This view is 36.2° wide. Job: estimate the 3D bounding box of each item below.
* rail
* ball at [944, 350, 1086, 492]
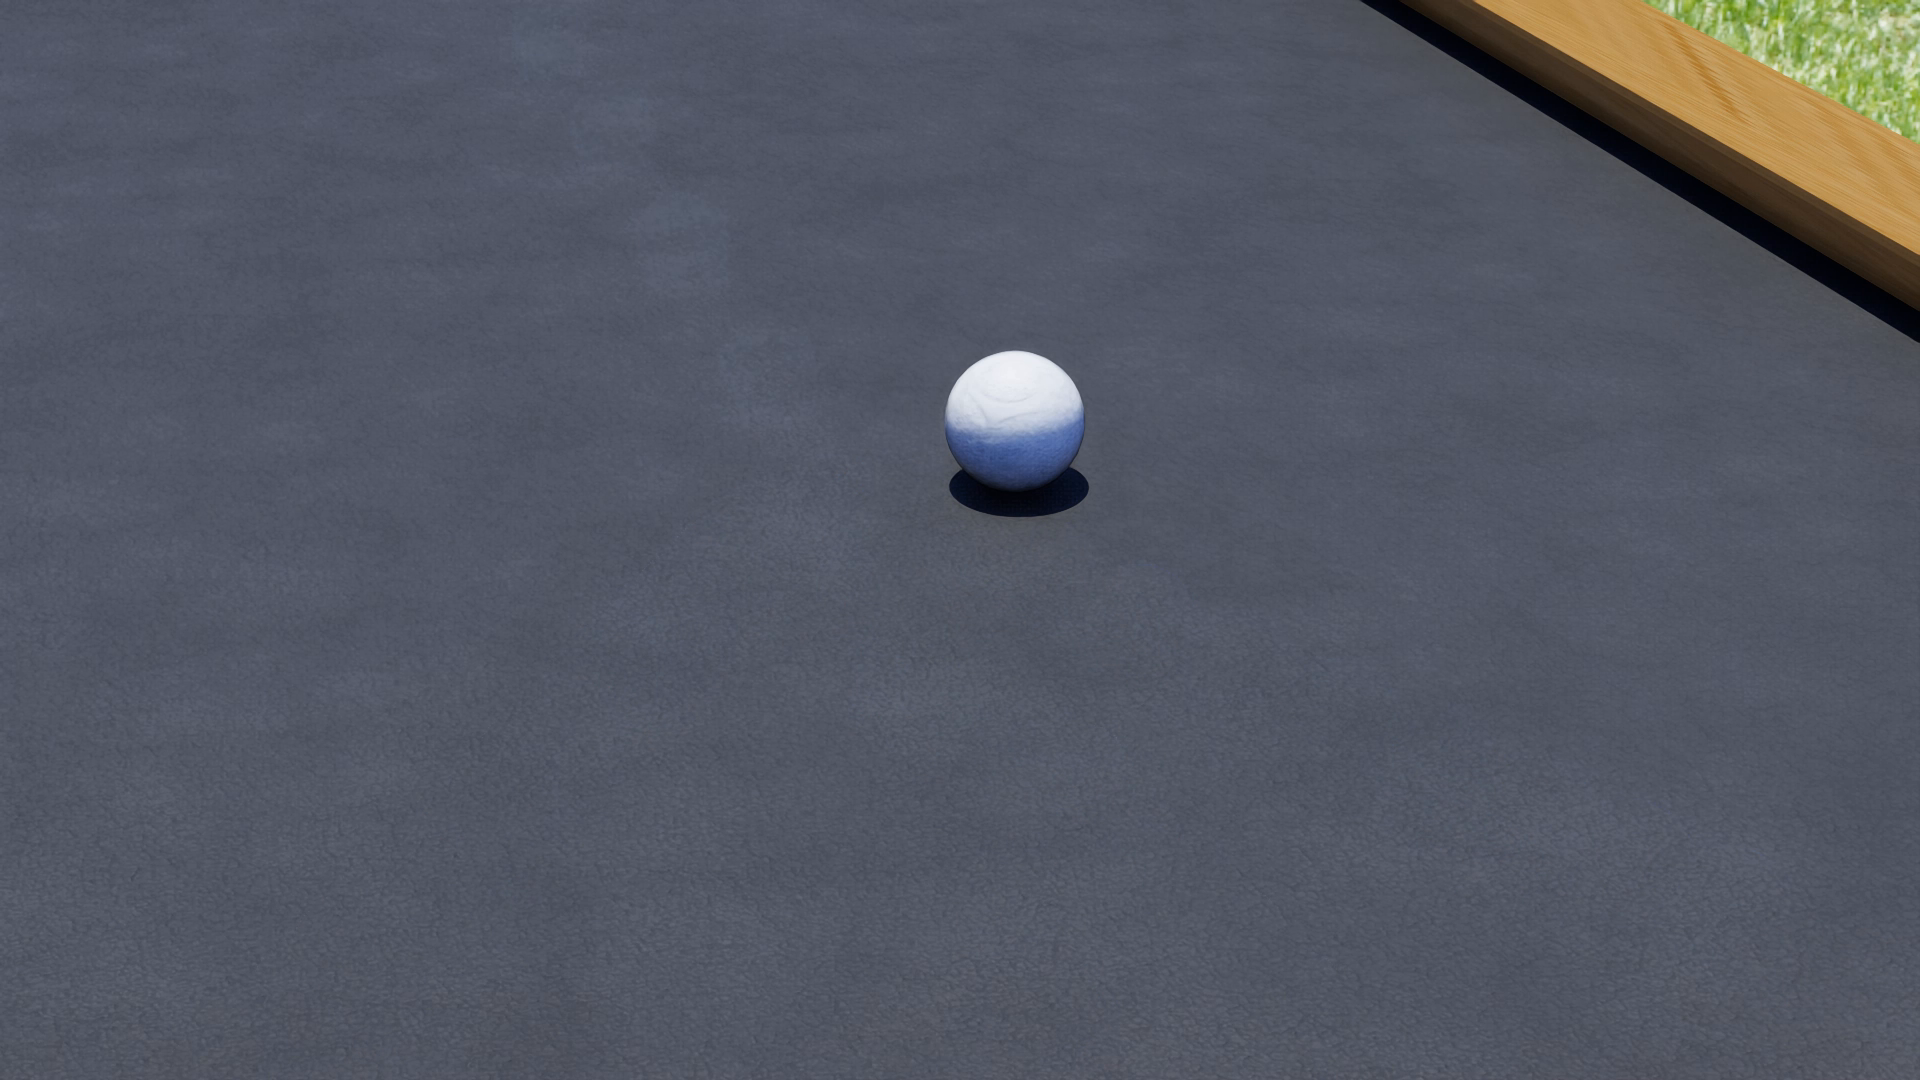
[{"bbox_3d":[0.560,-0.503,2.876,0.045,0.130,3.293,-9,28,-17],"label":"rail"},{"bbox_3d":[0.039,-0.084,2.075,0.100,0.100,0.100,0,27,0],"label":"ball"}]
